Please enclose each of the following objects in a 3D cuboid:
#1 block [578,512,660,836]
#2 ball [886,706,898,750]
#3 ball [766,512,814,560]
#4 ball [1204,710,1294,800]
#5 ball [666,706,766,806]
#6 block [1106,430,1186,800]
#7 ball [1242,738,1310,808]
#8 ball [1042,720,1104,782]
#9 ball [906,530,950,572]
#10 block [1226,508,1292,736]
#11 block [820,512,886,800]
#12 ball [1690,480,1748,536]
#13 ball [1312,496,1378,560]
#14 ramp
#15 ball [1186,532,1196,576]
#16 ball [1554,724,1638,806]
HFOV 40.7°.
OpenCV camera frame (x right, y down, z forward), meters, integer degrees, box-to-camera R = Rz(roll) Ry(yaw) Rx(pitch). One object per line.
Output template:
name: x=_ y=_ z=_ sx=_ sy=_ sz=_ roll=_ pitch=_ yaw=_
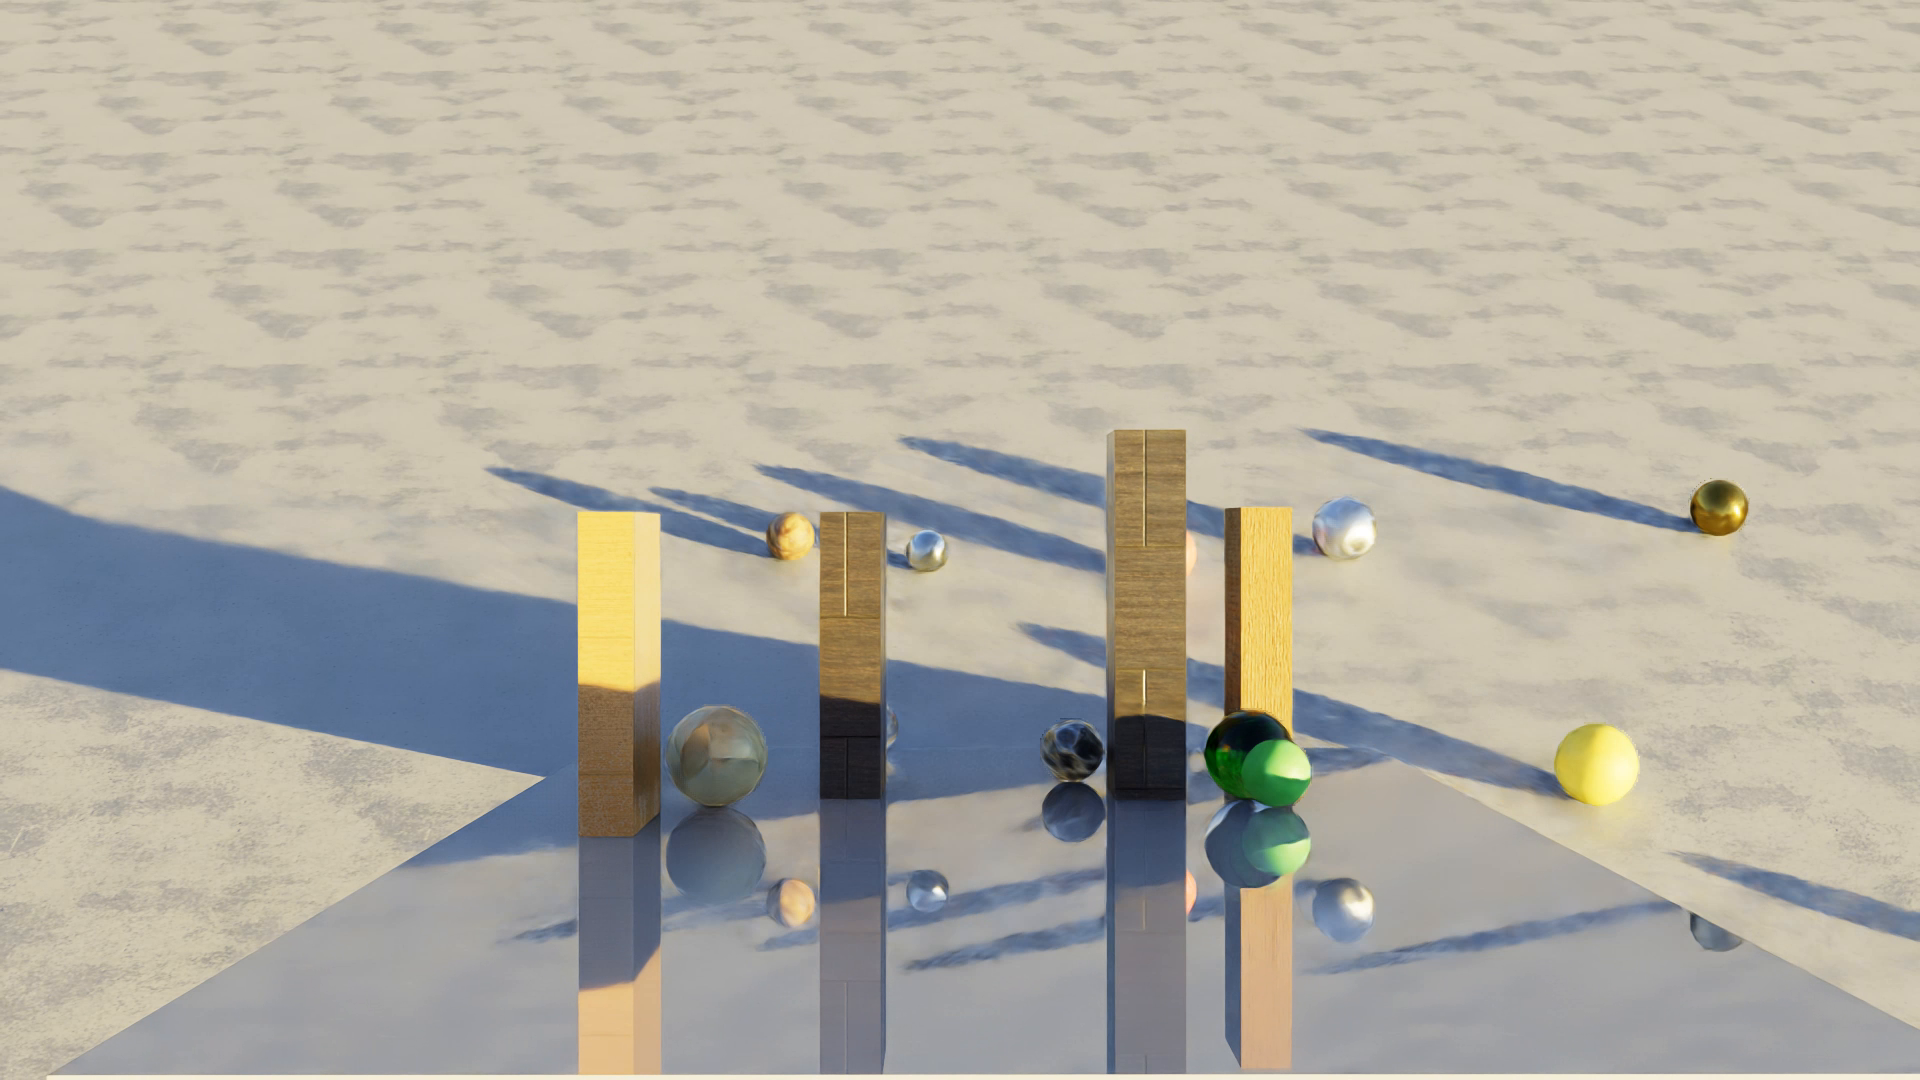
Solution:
block: x=-0.645 y=0.244 z=4.925 sx=0.100 sy=0.591 sz=0.432 roll=0 pitch=0 yaw=0
ball: x=-0.220 y=0.466 z=6.417 sx=0.137 sy=0.137 sz=0.137 roll=0 pitch=29 yaw=0
ball: x=-0.501 y=-0.010 z=7.637 sx=0.143 sy=0.143 sz=0.143 roll=0 pitch=29 yaw=0
ball: x=0.601 y=0.445 z=5.363 sx=0.186 sy=0.186 sz=0.186 roll=0 pitch=29 yaw=0
ball: x=-0.494 y=0.437 z=5.234 sx=0.203 sy=0.203 sz=0.203 roll=0 pitch=29 yaw=0
block: x=0.393 y=0.154 z=5.485 sx=0.147 sy=0.765 sz=0.295 roll=0 pitch=0 yaw=0
ball: x=0.637 y=0.469 z=5.205 sx=0.138 sy=0.138 sz=0.138 roll=0 pitch=29 yaw=0
ball: x=0.251 y=0.468 z=5.754 sx=0.138 sy=0.138 sz=0.138 roll=0 pitch=29 yaw=0
ball: x=-0.095 y=0.032 z=7.579 sx=0.126 sy=0.126 sz=0.126 roll=0 pitch=29 yaw=0
block: x=0.663 y=0.232 z=5.762 sx=0.110 sy=0.608 sz=0.336 roll=0 pitch=0 yaw=0
block: x=-0.228 y=0.239 z=5.557 sx=0.126 sy=0.596 sz=0.389 roll=0 pitch=0 yaw=0
ball: x=2.278 y=-0.096 z=7.763 sx=0.169 sy=0.169 sz=0.169 roll=0 pitch=29 yaw=0
ball: x=1.134 y=-0.033 z=7.630 sx=0.190 sy=0.190 sz=0.190 roll=0 pitch=29 yaw=0
ramp: x=0.066 y=0.590 z=4.642 sx=2.000 sy=0.100 sz=4.000 roll=0 pitch=0 yaw=0
ball: x=0.596 y=0.041 z=7.509 sx=0.179 sy=0.179 sz=0.179 roll=0 pitch=29 yaw=0
ball: x=1.611 y=0.568 z=6.548 sx=0.206 sy=0.206 sz=0.206 roll=0 pitch=29 yaw=0
